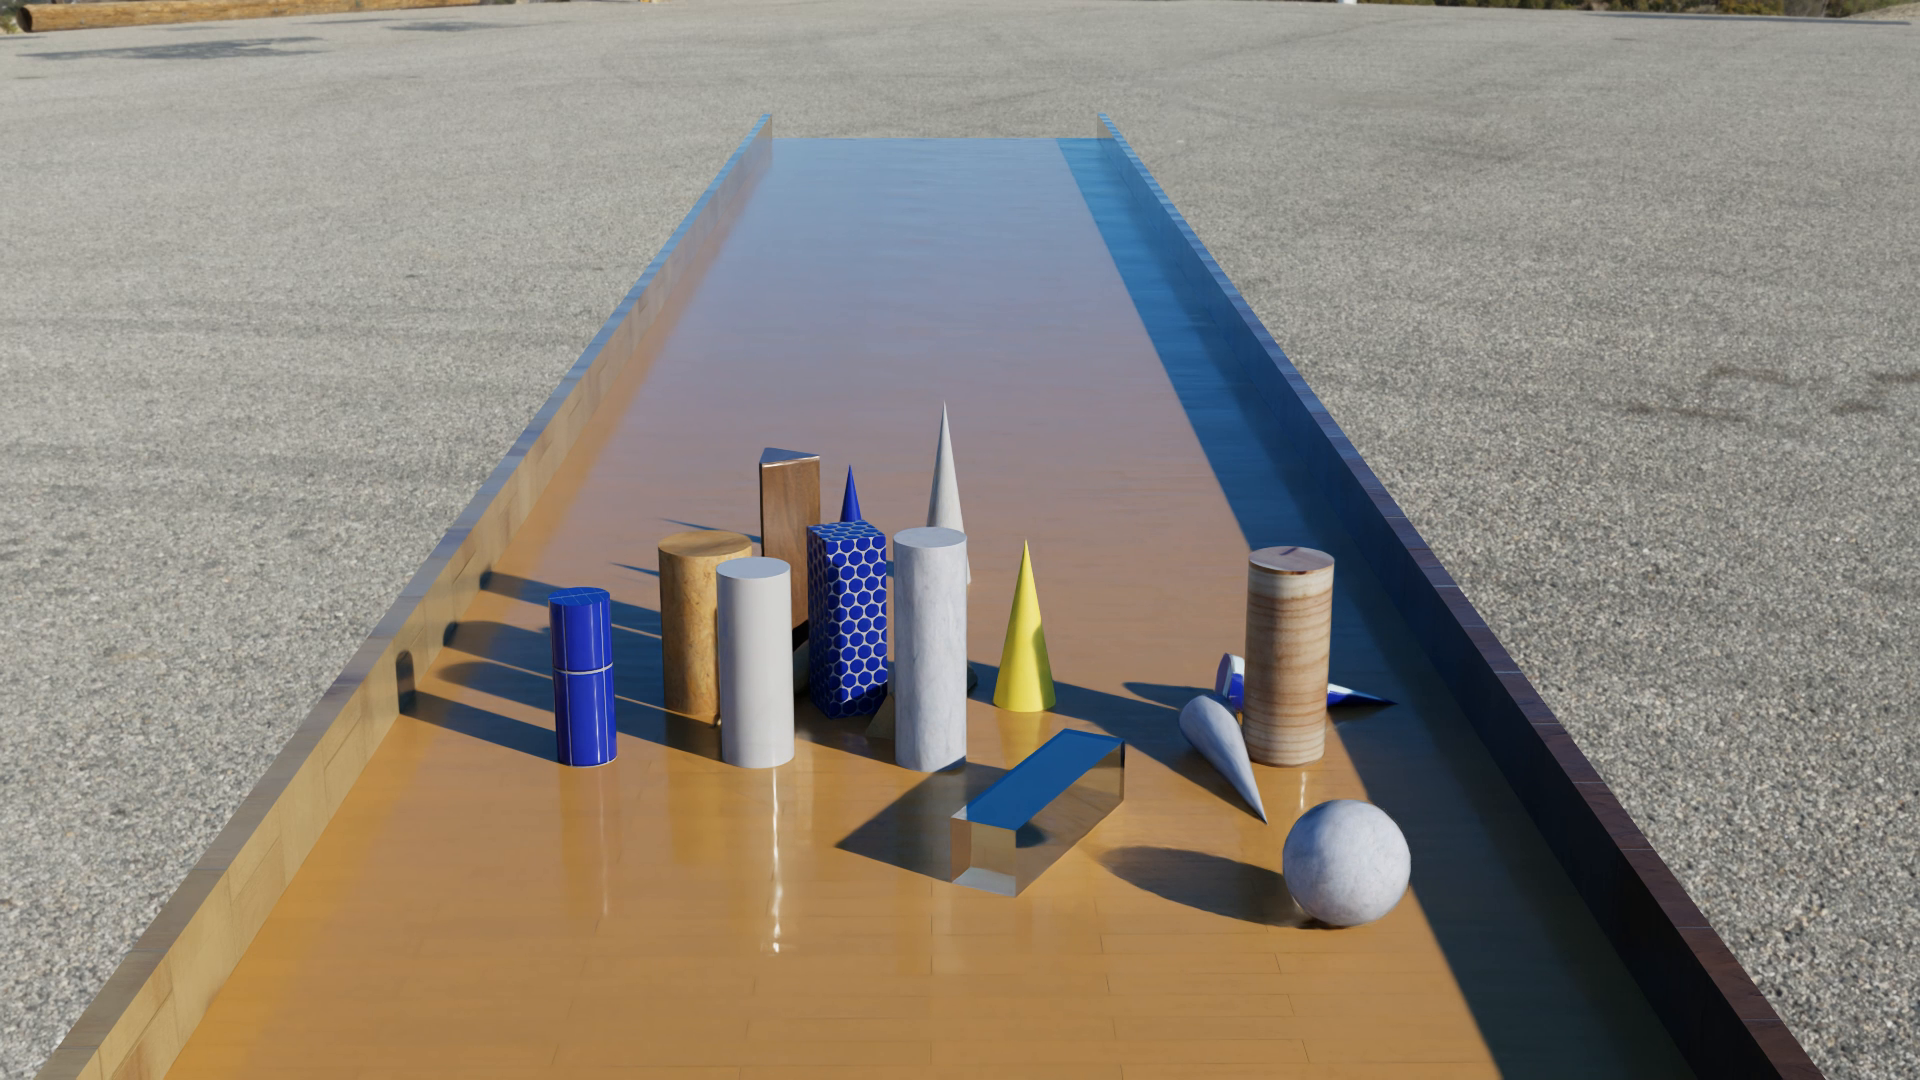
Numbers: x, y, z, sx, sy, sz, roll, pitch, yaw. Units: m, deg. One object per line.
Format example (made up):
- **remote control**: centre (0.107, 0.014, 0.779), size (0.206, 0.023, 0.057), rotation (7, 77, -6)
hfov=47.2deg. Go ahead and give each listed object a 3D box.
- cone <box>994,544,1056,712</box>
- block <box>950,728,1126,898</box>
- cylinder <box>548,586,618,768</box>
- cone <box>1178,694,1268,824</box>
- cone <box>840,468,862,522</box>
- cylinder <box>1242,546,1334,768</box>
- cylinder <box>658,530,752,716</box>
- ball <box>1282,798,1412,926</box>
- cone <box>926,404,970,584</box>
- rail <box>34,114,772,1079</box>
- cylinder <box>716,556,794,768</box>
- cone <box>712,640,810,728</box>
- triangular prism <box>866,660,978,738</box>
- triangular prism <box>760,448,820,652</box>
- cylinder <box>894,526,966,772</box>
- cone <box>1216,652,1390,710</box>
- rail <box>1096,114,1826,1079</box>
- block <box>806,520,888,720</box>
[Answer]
- **cone**: centre (0.123, 0.152, 4.150), size (0.121, 0.323, 0.121), rotation (0, 17, 0)
- **block**: centre (0.132, 0.435, 3.566), size (0.112, 0.112, 0.421), rotation (8, 19, 26)
- **cylinder**: centre (-0.665, 0.242, 3.885), size (0.106, 0.301, 0.106), rotation (0, 17, 0)
- **cone**: centre (0.477, 0.398, 3.797), size (0.106, 0.106, 0.361), rotation (-3, 25, -10)
- **cone**: centre (-0.228, 0.004, 4.610), size (0.129, 0.343, 0.129), rotation (0, 17, 0)
- **cylinder**: centre (0.579, 0.207, 3.894), size (0.149, 0.363, 0.149), rotation (0, 17, 0)
- **cylinder**: centre (-0.477, 0.155, 4.158), size (0.175, 0.311, 0.175), rotation (0, 17, 0)
- **ball**: centre (0.576, 0.481, 3.278), size (0.189, 0.189, 0.189), rotation (0, 17, 0)
- **cone**: centre (-0.034, -0.109, 4.866), size (0.118, 0.415, 0.118), rotation (0, 17, 0)
- **rail**: centre (-1.118, -0.838, 7.780), size (0.050, 0.150, 12.000), rotation (0, 17, -1)
- **cylinder**: centre (-0.361, 0.216, 3.885), size (0.130, 0.350, 0.130), rotation (0, 17, 0)
- **cone**: centre (-0.331, 0.269, 4.206), size (0.132, 0.132, 0.432), rotation (13, 29, 36)
- **triangular prism**: centre (-0.069, 0.275, 4.145), size (0.098, 0.085, 0.338), rotation (6, 17, 20)
- **triangular prism**: centre (-0.360, 0.026, 4.416), size (0.128, 0.413, 0.111), rotation (-9, 19, -28)
- **cylinder**: centre (-0.052, 0.192, 3.860), size (0.128, 0.411, 0.128), rotation (0, 17, 0)
- **cone**: centre (0.665, 0.290, 4.156), size (0.345, 0.111, 0.111), rotation (8, 15, -8)
- **rail**: centre (0.932, -0.844, 7.801), size (0.050, 0.150, 12.000), rotation (0, 17, -1)
- **block**: centre (-0.212, 0.148, 4.122), size (0.115, 0.345, 0.115), rotation (-7, 18, -22)
